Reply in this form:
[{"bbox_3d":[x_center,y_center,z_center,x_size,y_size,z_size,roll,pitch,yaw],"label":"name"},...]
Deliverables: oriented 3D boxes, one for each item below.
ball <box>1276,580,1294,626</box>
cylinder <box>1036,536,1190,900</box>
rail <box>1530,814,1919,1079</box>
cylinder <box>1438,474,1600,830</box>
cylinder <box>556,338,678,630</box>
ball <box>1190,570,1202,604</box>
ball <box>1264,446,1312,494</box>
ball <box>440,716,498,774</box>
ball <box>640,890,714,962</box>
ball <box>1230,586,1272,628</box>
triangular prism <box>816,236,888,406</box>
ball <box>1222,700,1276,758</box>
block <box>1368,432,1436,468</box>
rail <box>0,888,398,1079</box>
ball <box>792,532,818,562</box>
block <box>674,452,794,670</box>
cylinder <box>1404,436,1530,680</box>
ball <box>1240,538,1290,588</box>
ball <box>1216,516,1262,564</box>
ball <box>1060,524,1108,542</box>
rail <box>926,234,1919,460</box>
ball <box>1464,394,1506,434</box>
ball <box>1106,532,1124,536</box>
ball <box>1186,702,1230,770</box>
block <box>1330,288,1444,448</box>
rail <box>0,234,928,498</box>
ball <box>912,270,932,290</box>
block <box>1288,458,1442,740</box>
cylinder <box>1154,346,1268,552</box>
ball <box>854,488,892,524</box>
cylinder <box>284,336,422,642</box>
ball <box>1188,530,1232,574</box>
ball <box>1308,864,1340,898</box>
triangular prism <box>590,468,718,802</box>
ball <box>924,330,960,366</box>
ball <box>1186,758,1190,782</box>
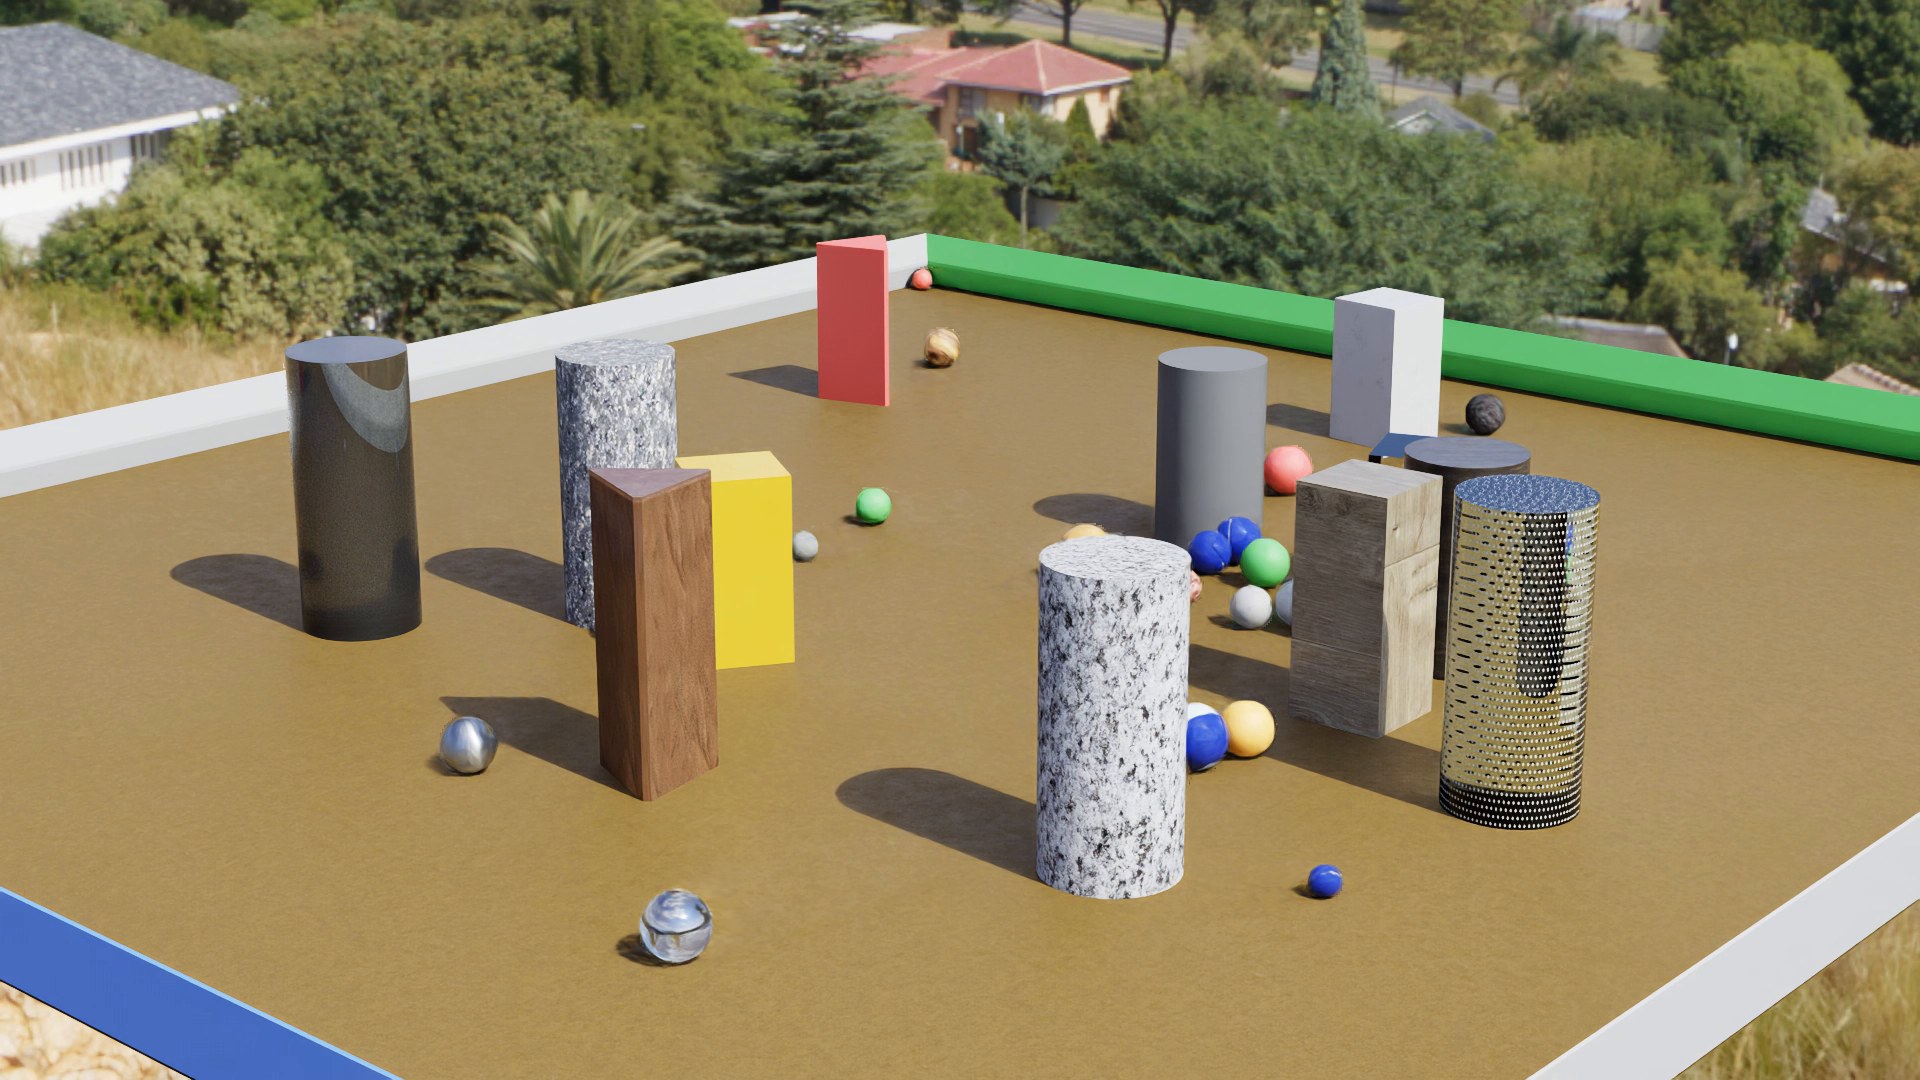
[{"bbox_3d":[0.575,0.106,4.958,0.084,0.084,0.084,0,17,0],"label":"ball"},{"bbox_3d":[0.203,0.235,3.910,0.200,0.443,0.200,0,17,0],"label":"cylinder"},{"bbox_3d":[1.359,0.373,3.990,0.045,0.130,3.928,14,22,39],"label":"rail"},{"bbox_3d":[0.787,0.157,4.135,0.200,0.462,0.200,0,17,0],"label":"cylinder"},{"bbox_3d":[-0.576,-0.094,4.969,0.200,0.461,0.200,0,17,0],"label":"cylinder"},{"bbox_3d":[0.384,0.082,5.068,0.068,0.068,0.068,0,17,0],"label":"ball"},{"bbox_3d":[0.641,-0.137,5.746,0.096,0.096,0.096,0,17,0],"label":"ball"},{"bbox_3d":[-0.722,0.301,4.312,0.083,0.083,0.083,0,17,0],"label":"ball"},{"bbox_3d":[-0.356,0.485,3.687,0.091,0.091,0.091,0,17,0],"label":"ball"},{"bbox_3d":[0.492,0.113,4.956,0.072,0.072,0.072,0,17,0],"label":"ball"},{"bbox_3d":[-0.204,-0.490,6.484,0.173,0.347,0.150,8,19,25],"label":"triangular prism"},{"bbox_3d":[0.428,0.281,4.375,0.085,0.085,0.085,0,17,0],"label":"ball"},{"bbox_3d":[0.799,-0.029,5.083,0.160,0.271,0.160,6,18,19],"label":"block"},{"bbox_3d":[-1.272,0.455,3.717,3.646,0.130,0.045,14,22,39],"label":"rail"},{"bbox_3d":[-0.284,0.012,5.322,0.055,0.055,0.055,0,17,0],"label":"ball"},{"bbox_3d":[-0.369,0.033,4.800,0.160,0.316,0.160,-5,17,-15],"label":"block"},{"bbox_3d":[0.812,0.029,4.744,0.200,0.355,0.200,0,17,0],"label":"cylinder"},{"bbox_3d":[0.538,0.040,5.172,0.088,0.088,0.088,0,17,0],"label":"ball"},{"bbox_3d":[0.503,0.000,5.306,0.087,0.087,0.087,0,17,0],"label":"ball"},{"bbox_3d":[0.224,0.022,5.210,0.100,0.100,0.100,0,17,0],"label":"ball"},{"bbox_3d":[1.272,-0.390,6.523,3.646,0.130,0.045,14,22,39],"label":"rail"},{"bbox_3d":[1.111,-0.267,6.195,0.086,0.086,0.086,0,17,0],"label":"ball"},{"bbox_3d":[0.276,0.018,5.280,0.066,0.066,0.066,0,17,0],"label":"ball"},{"bbox_3d":[0.347,0.290,4.321,0.099,0.099,0.099,0,17,0],"label":"ball"},{"bbox_3d":[0.891,-0.358,6.128,0.160,0.299,0.160,-15,22,-41],"label":"block"},{"bbox_3d":[-1.359,-0.308,6.249,0.045,0.130,3.928,14,22,39],"label":"rail"},{"bbox_3d":[-0.097,-0.675,7.607,0.054,0.054,0.054,0,17,0],"label":"ball"},{"bbox_3d":[0.622,0.088,4.505,0.160,0.380,0.160,13,21,37],"label":"block"},{"bbox_3d":[0.462,-0.165,5.404,0.200,0.347,0.200,0,17,0],"label":"cylinder"},{"bbox_3d":[-0.164,-0.065,5.552,0.069,0.069,0.069,0,17,0],"label":"ball"},{"bbox_3d":[-1.016,-0.087,4.920,0.200,0.477,0.200,0,17,0],"label":"cylinder"},{"bbox_3d":[0.447,0.022,5.249,0.079,0.079,0.079,0,17,0],"label":"ball"},{"bbox_3d":[0.483,0.451,3.882,0.043,0.043,0.043,0,17,0],"label":"ball"},{"bbox_3d":[-0.468,0.126,4.252,0.150,0.454,0.173,10,19,30],"label":"triangular prism"},{"bbox_3d":[-0.041,-0.445,6.783,0.087,0.087,0.087,0,17,0],"label":"ball"},{"bbox_3d":[0.292,0.331,4.222,0.077,0.077,0.077,0,17,0],"label":"ball"}]
